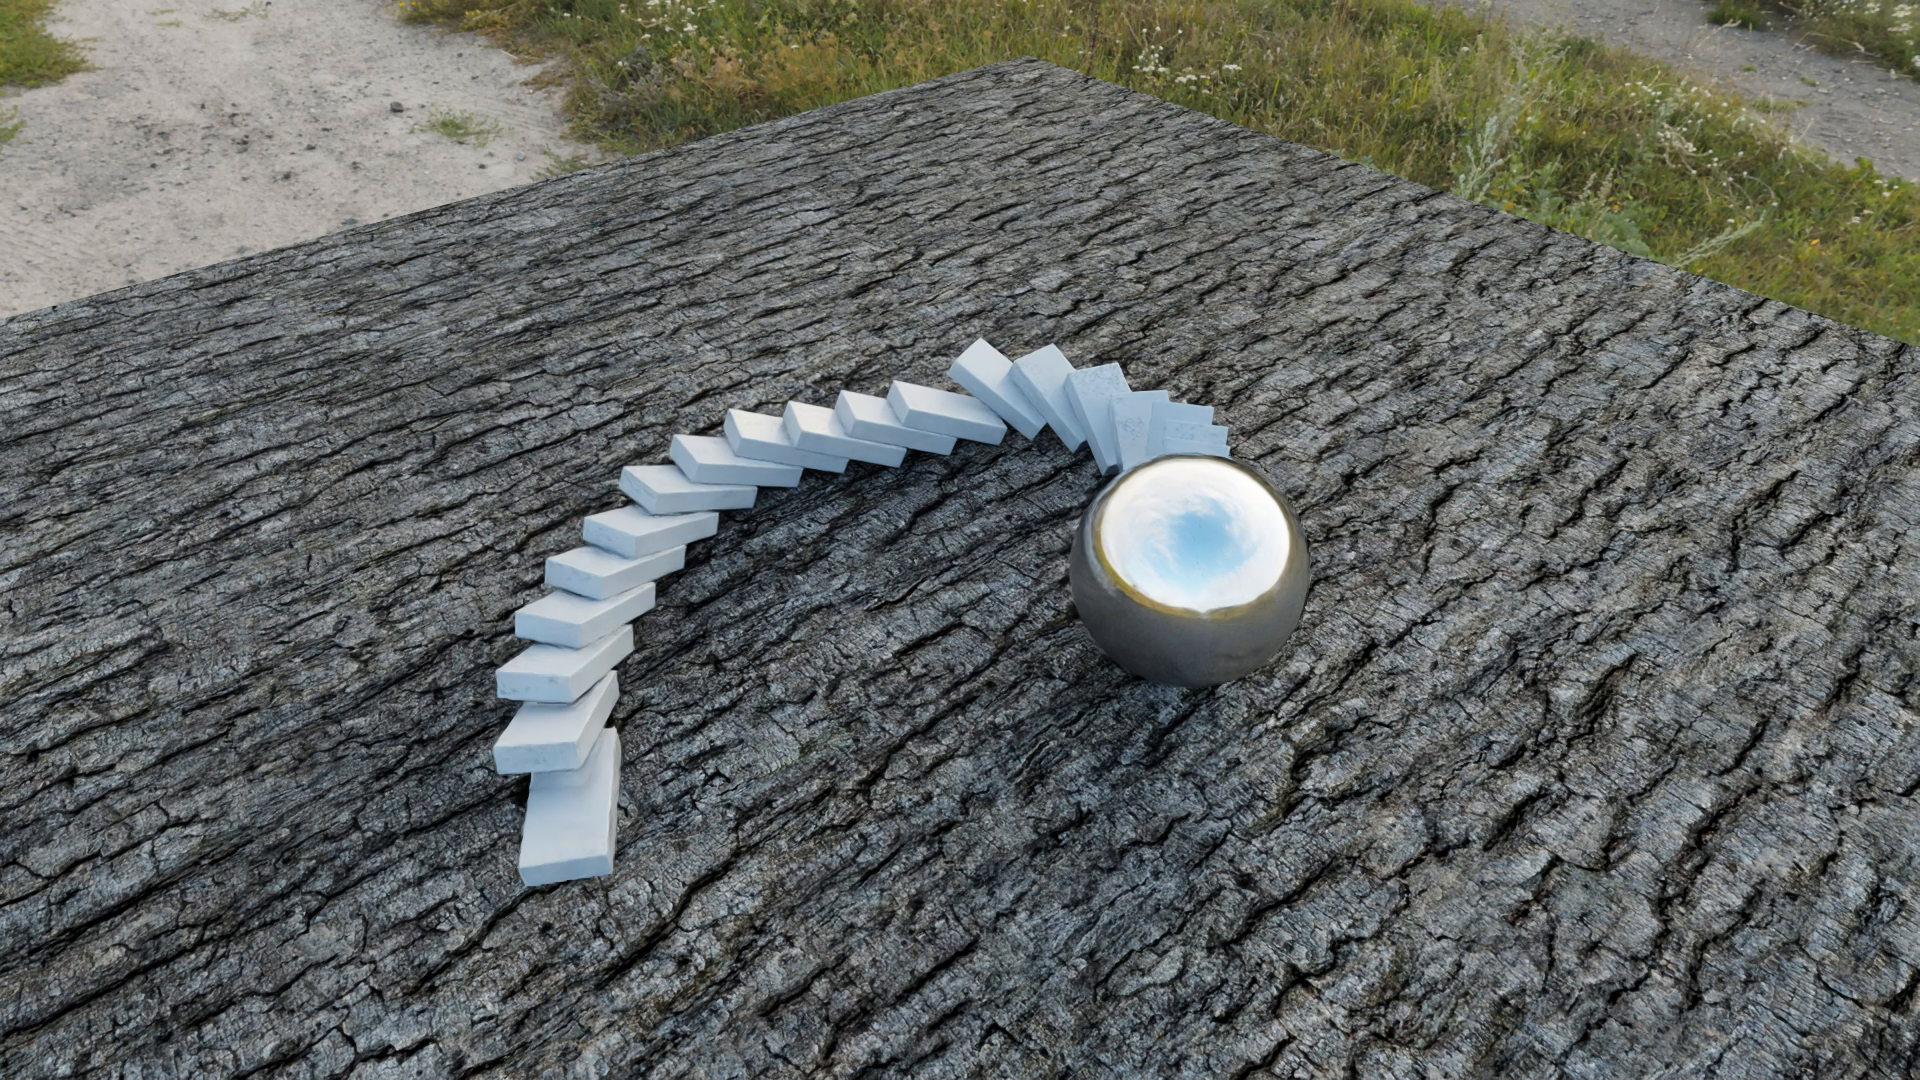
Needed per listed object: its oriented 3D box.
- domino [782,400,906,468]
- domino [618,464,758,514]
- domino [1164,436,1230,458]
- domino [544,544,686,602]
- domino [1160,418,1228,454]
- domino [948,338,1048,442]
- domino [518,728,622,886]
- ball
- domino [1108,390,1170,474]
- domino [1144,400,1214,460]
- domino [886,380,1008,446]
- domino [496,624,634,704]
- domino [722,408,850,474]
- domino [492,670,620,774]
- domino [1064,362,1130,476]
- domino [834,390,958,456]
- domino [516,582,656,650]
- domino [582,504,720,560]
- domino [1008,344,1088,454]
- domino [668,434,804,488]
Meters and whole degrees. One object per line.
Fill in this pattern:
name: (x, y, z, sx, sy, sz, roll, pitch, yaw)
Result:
domino: (-0.051, -0.047, 0.485, 0.050, 0.010, 0.025, 8, 33, -29)
domino: (-0.111, -0.022, 0.454, 0.025, 0.009, 0.050, 32, 24, 33)
domino: (0.090, -0.014, 0.434, 0.025, 0.009, 0.050, 10, 85, 10)
domino: (-0.130, 0.009, 0.417, 0.025, 0.010, 0.050, 16, 18, 18)
domino: (0.092, -0.022, 0.444, 0.025, 0.009, 0.050, 9, 85, 10)
domino: (0.021, -0.070, 0.512, 0.050, 0.010, 0.025, 39, 47, 2)
domino: (-0.121, 0.082, 0.343, 0.025, 0.010, 0.050, -7, 40, -8)
ball: (0.077, 0.010, 0.376, 0.080, 0.080, 0.080, 0, 39, 0)
domino: (0.081, -0.041, 0.476, 0.025, 0.010, 0.050, -3, 65, -4)
domino: (0.089, -0.031, 0.456, 0.025, 0.010, 0.050, 8, 85, 9)
domino: (-0.006, -0.057, 0.499, 0.050, 0.010, 0.025, 8, 33, -29)
domino: (-0.134, 0.041, 0.377, 0.025, 0.009, 0.050, 3, 15, 6)
domino: (-0.076, -0.043, 0.480, 0.050, 0.009, 0.025, 7, 31, -31)
domino: (-0.130, 0.058, 0.358, 0.025, 0.009, 0.050, -4, 19, -2)
domino: (0.067, -0.054, 0.494, 0.025, 0.009, 0.050, -13, 67, -16)
domino: (-0.029, -0.052, 0.492, 0.050, 0.010, 0.025, 8, 33, -29)
domino: (-0.134, 0.025, 0.397, 0.025, 0.010, 0.050, 10, 16, 13)
domino: (-0.121, -0.006, 0.435, 0.025, 0.010, 0.050, 18, 19, 21)
domino: (0.047, -0.066, 0.507, 0.025, 0.010, 0.050, -28, 73, -30)
domino: (-0.095, -0.033, 0.468, 0.050, 0.009, 0.025, 0, 32, -41)
